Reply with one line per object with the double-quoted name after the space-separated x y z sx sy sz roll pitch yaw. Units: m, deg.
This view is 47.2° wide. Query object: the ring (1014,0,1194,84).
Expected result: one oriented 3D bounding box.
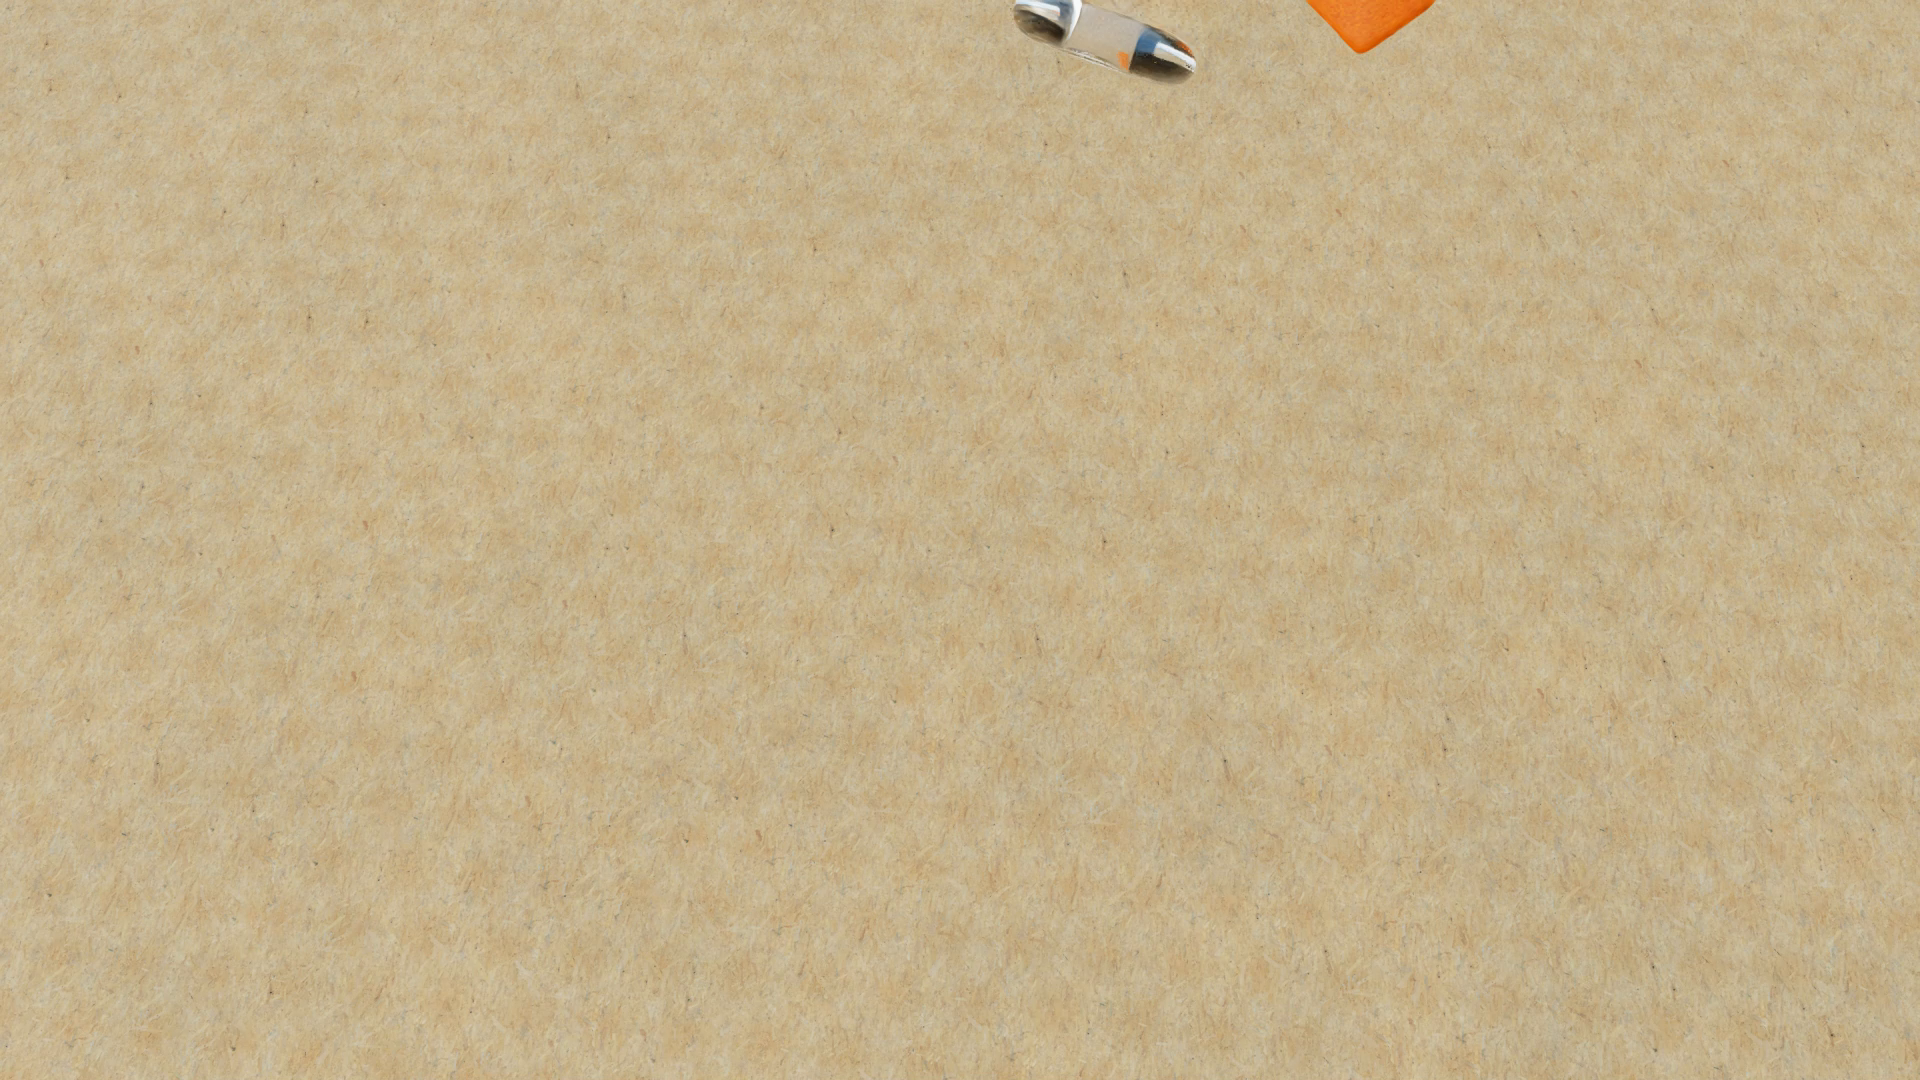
0.246 -0.854 3.742 0.328 0.084 0.324 15 12 -21 "ring"
